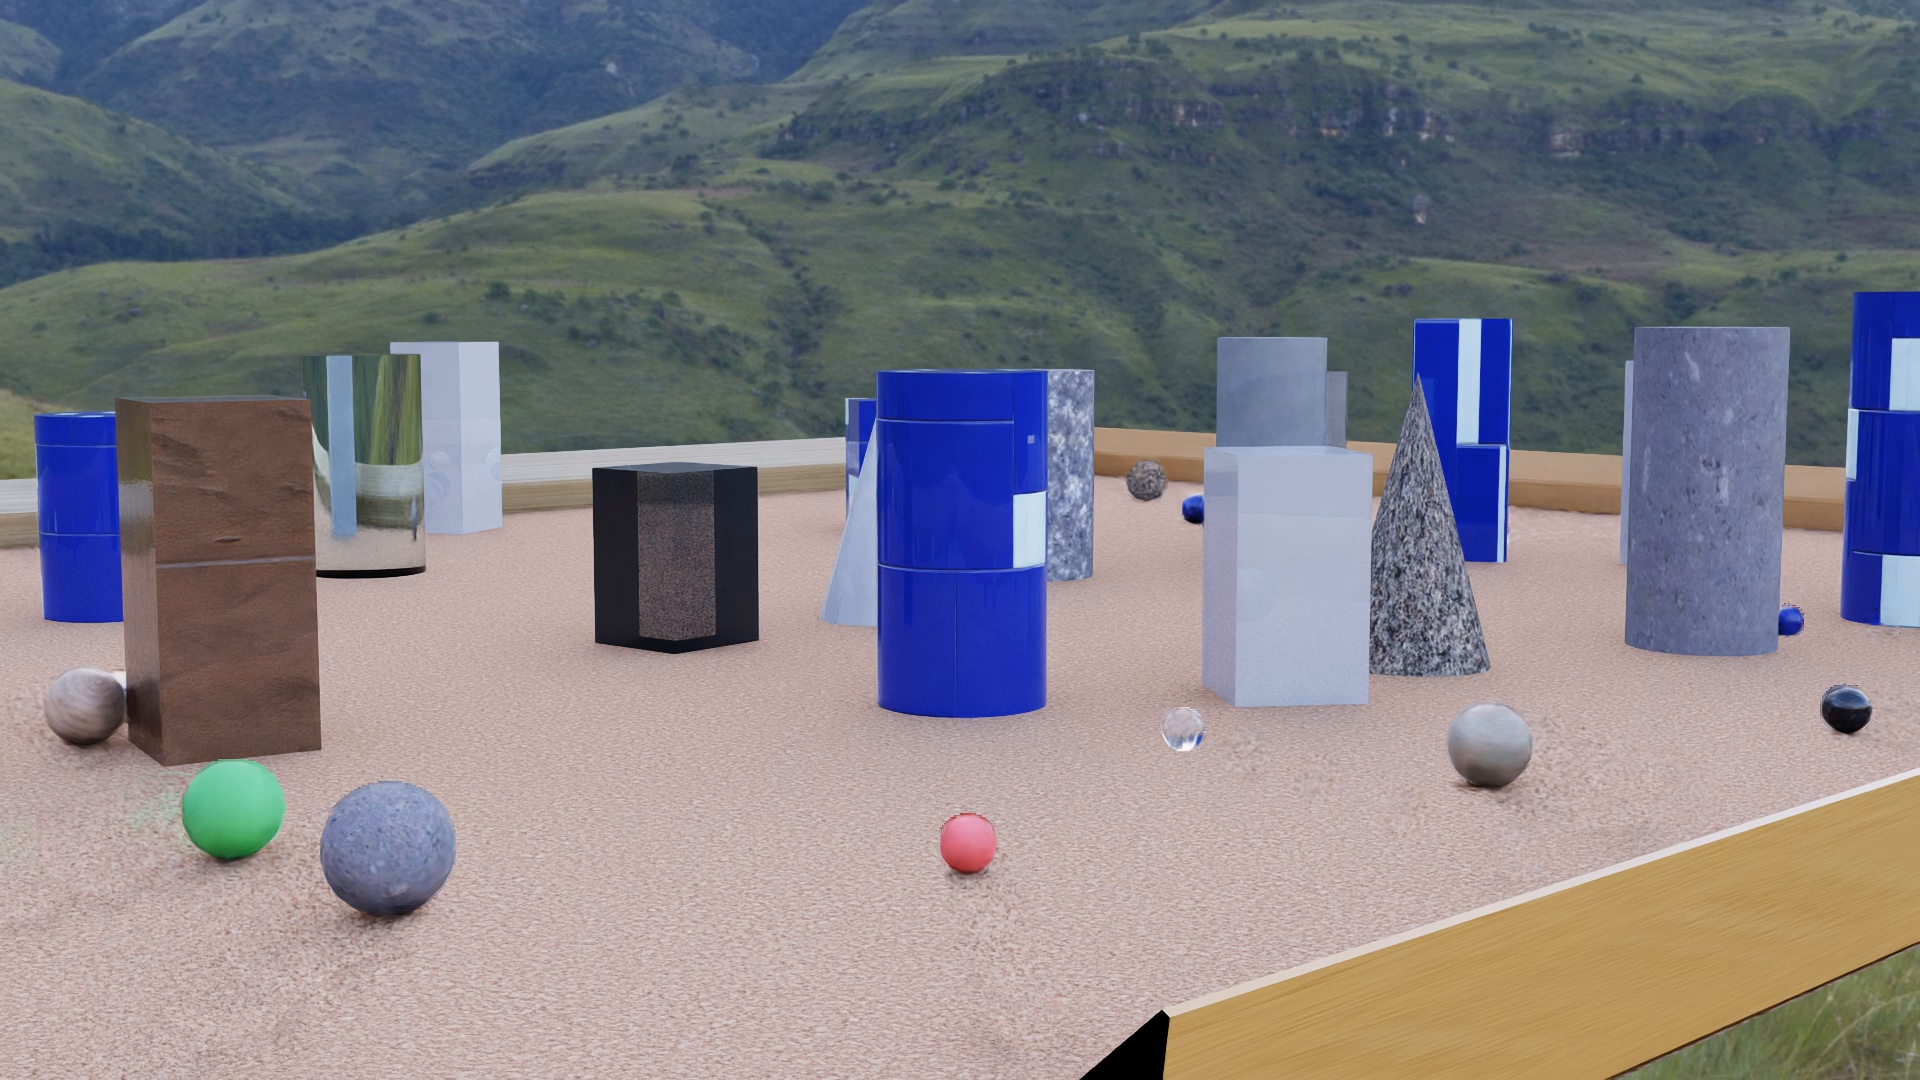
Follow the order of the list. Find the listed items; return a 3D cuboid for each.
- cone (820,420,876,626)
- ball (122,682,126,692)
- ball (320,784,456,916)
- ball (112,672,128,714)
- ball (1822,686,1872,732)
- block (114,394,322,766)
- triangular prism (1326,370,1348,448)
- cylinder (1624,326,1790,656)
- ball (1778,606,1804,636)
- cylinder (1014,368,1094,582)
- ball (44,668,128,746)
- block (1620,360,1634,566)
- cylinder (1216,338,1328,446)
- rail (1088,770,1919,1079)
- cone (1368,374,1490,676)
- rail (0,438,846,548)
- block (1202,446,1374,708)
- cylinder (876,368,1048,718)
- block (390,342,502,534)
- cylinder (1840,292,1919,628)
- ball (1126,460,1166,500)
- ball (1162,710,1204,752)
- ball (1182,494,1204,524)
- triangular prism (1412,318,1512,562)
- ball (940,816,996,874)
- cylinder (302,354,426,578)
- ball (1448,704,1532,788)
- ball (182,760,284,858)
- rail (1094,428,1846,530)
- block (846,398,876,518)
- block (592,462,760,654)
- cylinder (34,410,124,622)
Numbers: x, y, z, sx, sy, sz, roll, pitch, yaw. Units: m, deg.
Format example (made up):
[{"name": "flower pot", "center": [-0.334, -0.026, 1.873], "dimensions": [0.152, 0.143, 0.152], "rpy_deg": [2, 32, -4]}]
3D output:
[{"name": "cone", "center": [-0.108, -0.054, 3.171], "dimensions": [0.193, 0.335, 0.193], "rpy_deg": [0, 6, 0]}, {"name": "ball", "center": [-0.878, 0.166, 2.388], "dimensions": [0.060, 0.060, 0.060], "rpy_deg": [0, 6, 0]}, {"name": "ball", "center": [-0.421, 0.228, 1.621], "dimensions": [0.097, 0.097, 0.097], "rpy_deg": [0, 6, 0]}, {"name": "ball", "center": [-0.923, 0.169, 2.418], "dimensions": [0.048, 0.048, 0.048], "rpy_deg": [0, 6, 0]}, {"name": "ball", "center": [0.935, 0.179, 2.317], "dimensions": [0.049, 0.049, 0.049], "rpy_deg": [0, 6, 0]}, {"name": "block", "center": [-0.754, 0.034, 2.235], "dimensions": [0.155, 0.355, 0.155], "rpy_deg": [-4, 7, -32]}, {"name": "triangular prism", "center": [0.661, -0.170, 4.313], "dimensions": [0.167, 0.325, 0.145], "rpy_deg": [0, 6, 0]}, {"name": "cylinder", "center": [0.985, -0.069, 2.903], "dimensions": [0.193, 0.420, 0.193], "rpy_deg": [0, 6, 0]}, {"name": "ball", "center": [1.128, 0.111, 3.000], "dimensions": [0.041, 0.041, 0.041], "rpy_deg": [0, 6, 0]}, {"name": "cylinder", "center": [0.127, -0.112, 3.682], "dimensions": [0.193, 0.343, 0.193], "rpy_deg": [0, 6, 0]}, {"name": "ball", "center": [-0.896, 0.170, 2.254], "dimensions": [0.079, 0.079, 0.079], "rpy_deg": [0, 6, 0]}, {"name": "block", "center": [1.255, -0.130, 3.787], "dimensions": [0.155, 0.355, 0.155], "rpy_deg": [-3, 6, -23]}, {"name": "cylinder", "center": [0.553, -0.162, 3.916], "dimensions": [0.193, 0.394, 0.193], "rpy_deg": [0, 6, 0]}, {"name": "rail", "center": [1.193, 0.168, 2.046], "dimensions": [4.095, 0.126, 0.045], "rpy_deg": [-6, 8, -42]}, {"name": "cone", "center": [0.569, -0.027, 2.748], "dimensions": [0.193, 0.368, 0.193], "rpy_deg": [0, 6, 0]}, {"name": "rail", "center": [-1.193, -0.102, 4.618], "dimensions": [4.095, 0.126, 0.045], "rpy_deg": [-6, 8, -42]}, {"name": "block", "center": [0.375, 0.038, 2.540], "dimensions": [0.155, 0.283, 0.155], "rpy_deg": [-1, 6, -8]}, {"name": "cylinder", "center": [0.002, -0.002, 2.479], "dimensions": [0.193, 0.376, 0.193], "rpy_deg": [0, 6, 0]}, {"name": "block", "center": [-1.036, -0.210, 4.441], "dimensions": [0.155, 0.378, 0.155], "rpy_deg": [2, 6, 18]}, {"name": "cylinder", "center": [1.371, -0.119, 3.143], "dimensions": [0.193, 0.468, 0.193], "rpy_deg": [0, 6, 0]}, {"name": "ball", "center": [0.434, -0.138, 5.117], "dimensions": [0.094, 0.094, 0.094], "rpy_deg": [0, 6, 0]}, {"name": "ball", "center": [0.225, 0.192, 2.218], "dimensions": [0.043, 0.043, 0.043], "rpy_deg": [0, 6, 0]}, {"name": "ball", "center": [0.491, -0.064, 4.568], "dimensions": [0.063, 0.063, 0.063], "rpy_deg": [0, 6, 0]}, {"name": "triangular prism", "center": [0.903, -0.183, 3.952], "dimensions": [0.167, 0.428, 0.145], "rpy_deg": [2, 6, 16]}, {"name": "ball", "center": [0.006, 0.241, 1.742], "dimensions": [0.045, 0.045, 0.045], "rpy_deg": [0, 6, 0]}, {"name": "cylinder", "center": [-1.007, -0.129, 3.719], "dimensions": [0.193, 0.368, 0.193], "rpy_deg": [0, 6, 0]}, {"name": "ball", "center": [0.495, 0.192, 2.055], "dimensions": [0.077, 0.077, 0.077], "rpy_deg": [0, 6, 0]}, {"name": "ball", "center": [-0.591, 0.219, 1.788], "dimensions": [0.079, 0.079, 0.079], "rpy_deg": [0, 6, 0]}, {"name": "rail", "center": [1.487, -0.111, 4.697], "dimensions": [0.045, 0.126, 3.567], "rpy_deg": [-6, 8, -42]}, {"name": "block", "center": [-0.143, -0.155, 4.481], "dimensions": [0.155, 0.262, 0.155], "rpy_deg": [-1, 6, -13]}, {"name": "block", "center": [-0.380, 0.020, 2.942], "dimensions": [0.155, 0.235, 0.155], "rpy_deg": [5, 8, 39]}, {"name": "cylinder", "center": [-1.242, -0.038, 3.212], "dimensions": [0.193, 0.293, 0.193], "rpy_deg": [0, 6, 0]}]
